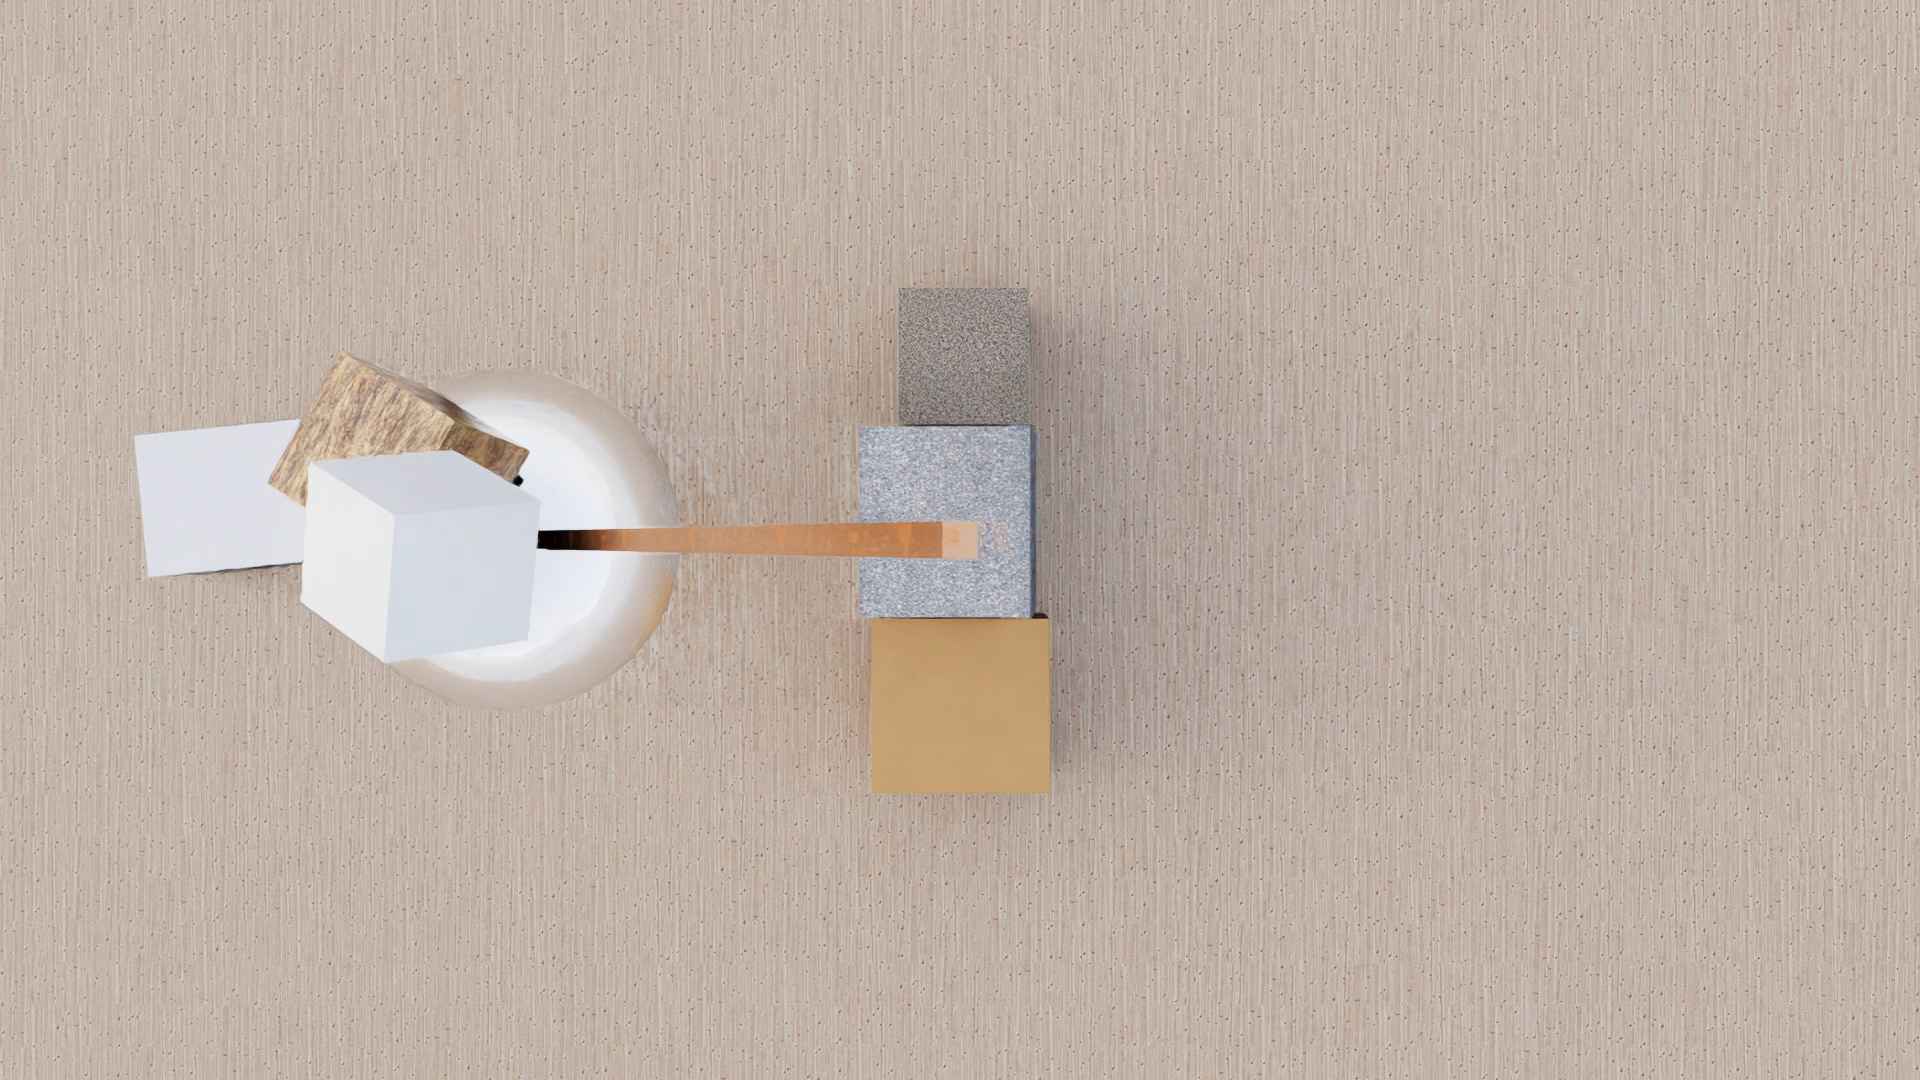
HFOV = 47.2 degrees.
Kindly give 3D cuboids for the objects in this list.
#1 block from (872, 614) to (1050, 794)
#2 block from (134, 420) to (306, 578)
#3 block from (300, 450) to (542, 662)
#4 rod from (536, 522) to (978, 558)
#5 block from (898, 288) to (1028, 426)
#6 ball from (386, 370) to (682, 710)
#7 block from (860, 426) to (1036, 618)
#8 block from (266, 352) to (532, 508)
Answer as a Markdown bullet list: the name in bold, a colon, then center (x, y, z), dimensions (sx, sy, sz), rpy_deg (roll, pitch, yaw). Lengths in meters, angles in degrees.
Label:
- **block**: center (0.004, 0.913, 12.546), dimensions (0.981, 0.909, 0.959), rpy_deg (0, 90, 0)
- **block**: center (-4.091, -0.232, 12.605), dimensions (0.912, 0.790, 0.788), rpy_deg (-6, 90, 0)
- **block**: center (-2.093, 0.045, 8.513), dimensions (0.666, 0.620, 0.577), rpy_deg (26, 114, 42)
- **rod**: center (-0.916, 0.000, 7.142), dimensions (0.080, 5.200, 0.080), rpy_deg (0, 90, -21)
- **block**: center (0.018, -1.015, 12.574), dimensions (0.714, 0.853, 0.754), rpy_deg (0, 90, 0)
- **ball**: center (-2.114, 0.000, 10.324), dimensions (1.600, 1.600, 1.600), rpy_deg (0, 90, 0)
- **block**: center (-0.054, -0.101, 12.521), dimensions (0.940, 0.901, 1.052), rpy_deg (0, 90, 4)
- **block**: center (-2.344, -0.310, 9.241), dimensions (0.616, 0.676, 0.620), rpy_deg (30, 91, 17)
